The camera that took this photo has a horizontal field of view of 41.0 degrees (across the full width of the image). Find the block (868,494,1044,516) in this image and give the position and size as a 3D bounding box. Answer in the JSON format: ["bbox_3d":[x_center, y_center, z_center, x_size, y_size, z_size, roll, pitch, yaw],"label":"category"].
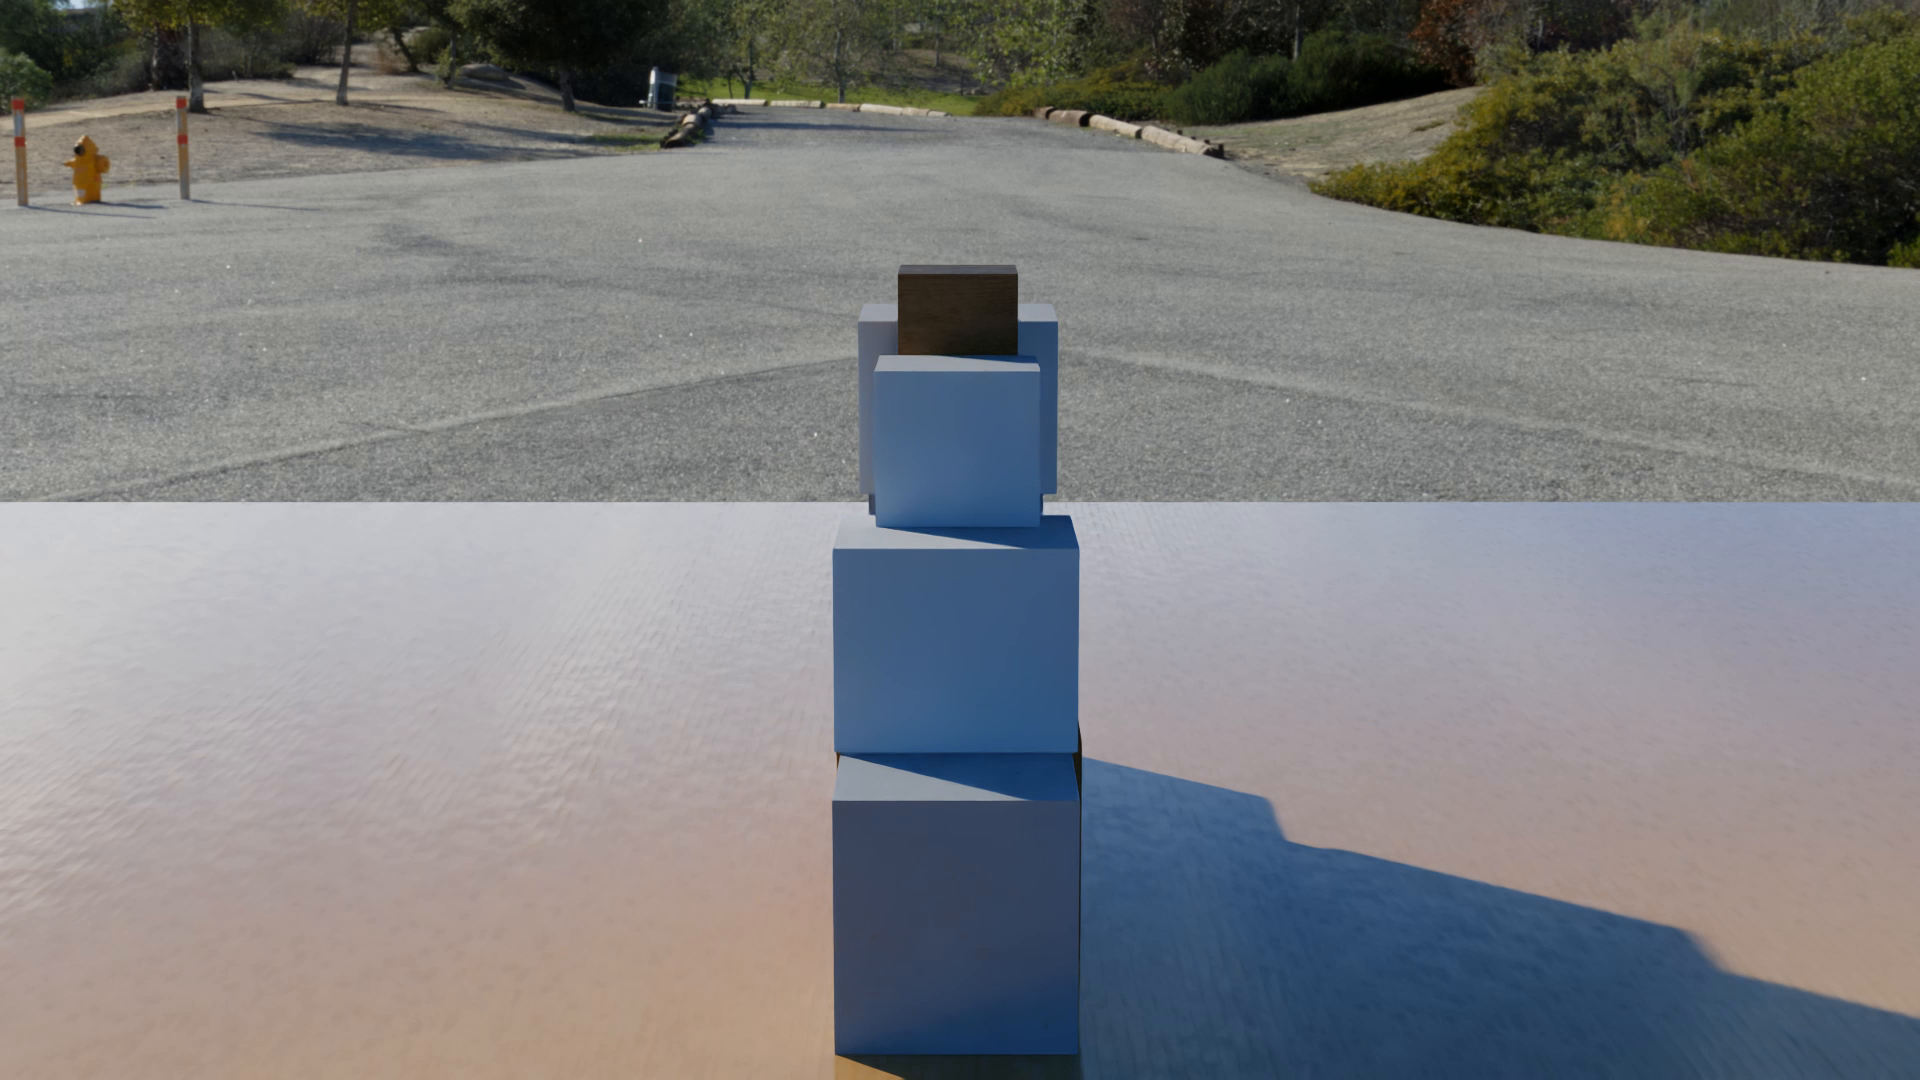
[{"bbox_3d":[-0.019,0.029,12.371,0.813,0.817,0.741,0,10,0],"label":"block"}]

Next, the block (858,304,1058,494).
[{"bbox_3d":[-0.008,-0.655,11.712,0.879,0.771,0.741,0,11,0],"label":"block"}]

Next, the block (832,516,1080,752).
[{"bbox_3d":[-0.015,0.353,10.105,0.928,0.785,0.821,0,9,0],"label":"block"}]

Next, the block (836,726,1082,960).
[{"bbox_3d":[-0.003,1.147,10.738,0.970,0.902,1.043,0,10,0],"label":"block"}]

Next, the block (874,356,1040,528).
[{"bbox_3d":[-0.010,-0.408,10.396,0.649,0.618,0.621,0,10,0],"label":"block"}]

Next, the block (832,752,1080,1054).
[{"bbox_3d":[-0.014,1.307,9.715,0.882,0.953,1.006,0,10,0],"label":"block"}]

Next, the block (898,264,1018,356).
[{"bbox_3d":[-0.009,-0.933,11.010,0.502,0.457,0.526,0,10,0],"label":"block"}]
